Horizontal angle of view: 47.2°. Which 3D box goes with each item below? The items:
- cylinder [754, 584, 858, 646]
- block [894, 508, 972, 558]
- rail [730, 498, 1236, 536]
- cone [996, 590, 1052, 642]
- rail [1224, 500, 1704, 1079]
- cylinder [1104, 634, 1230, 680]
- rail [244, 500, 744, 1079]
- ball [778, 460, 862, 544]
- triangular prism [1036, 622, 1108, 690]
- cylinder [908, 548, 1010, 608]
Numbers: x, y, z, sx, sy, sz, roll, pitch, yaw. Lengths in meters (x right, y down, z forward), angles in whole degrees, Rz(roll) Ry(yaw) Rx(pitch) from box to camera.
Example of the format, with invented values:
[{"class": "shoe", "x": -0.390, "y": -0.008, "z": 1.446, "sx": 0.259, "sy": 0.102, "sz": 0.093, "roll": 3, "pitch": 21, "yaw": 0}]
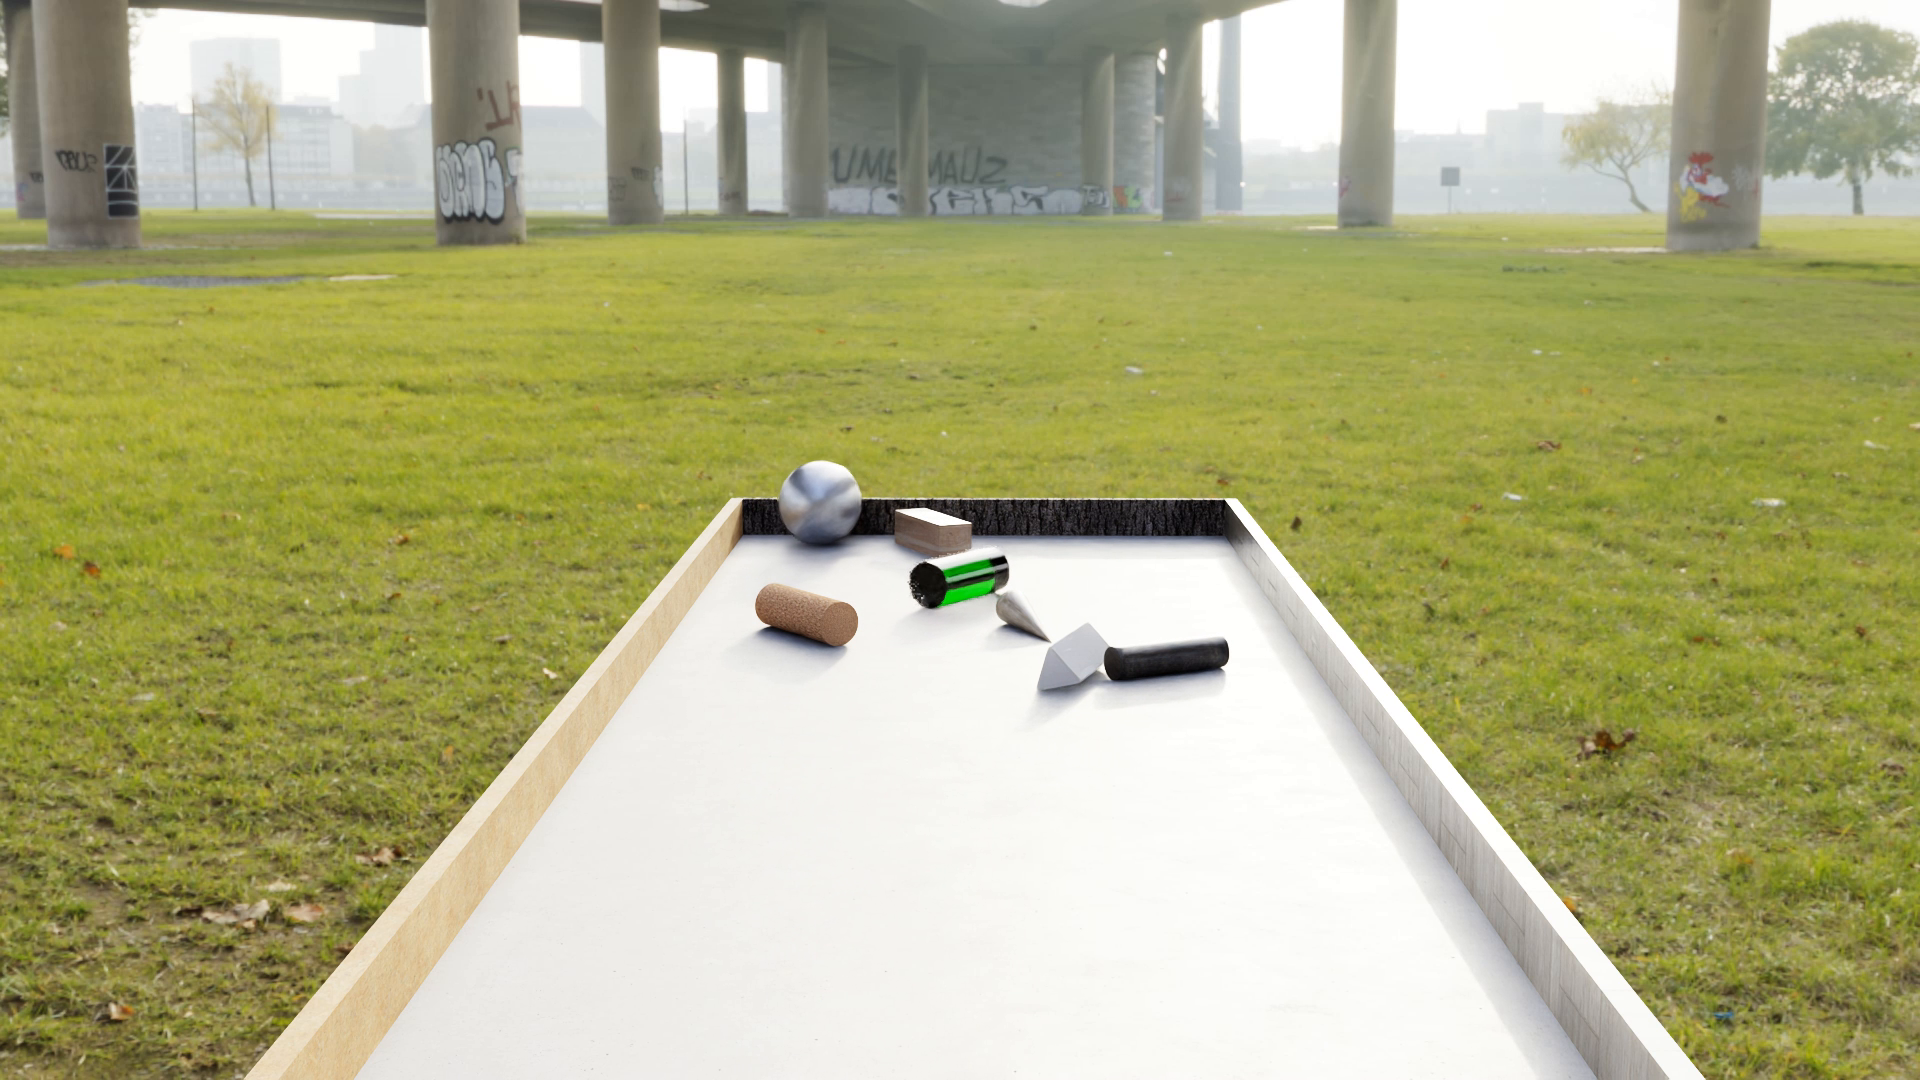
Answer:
[{"class": "cylinder", "x": -0.495, "y": 0.237, "z": 7.062, "sx": 0.142, "sy": 0.142, "sz": 0.409, "roll": -6, "pitch": 11, "yaw": -35}, {"class": "block", "x": -0.109, "y": -0.026, "z": 8.743, "sx": 0.135, "sy": 0.135, "sz": 0.450, "roll": -4, "pitch": 10, "yaw": -24}, {"class": "rail", "x": 0.099, "y": -0.098, "z": 9.147, "sx": 2.100, "sy": 0.150, "sz": 0.050, "roll": 0, "pitch": 9, "yaw": 1}, {"class": "cone", "x": 0.232, "y": 0.273, "z": 7.103, "sx": 0.116, "sy": 0.116, "sz": 0.356, "roll": -3, "pitch": 19, "yaw": -20}, {"class": "rail", "x": 1.046, "y": 0.843, "z": 3.208, "sx": 0.050, "sy": 0.150, "sz": 12.000, "roll": 0, "pitch": 9, "yaw": 1}, {"class": "cylinder", "x": 0.613, "y": 0.346, "z": 6.506, "sx": 0.381, "sy": 0.100, "sz": 0.100, "roll": -5, "pitch": 10, "yaw": -28}, {"class": "rail", "x": -1.004, "y": 0.839, "z": 3.234, "sx": 0.050, "sy": 0.150, "sz": 12.000, "roll": 0, "pitch": 9, "yaw": 1}, {"class": "ball", "x": -0.564, "y": -0.152, "z": 8.894, "sx": 0.336, "sy": 0.336, "sz": 0.336, "roll": 0, "pitch": 9, "yaw": 0}, {"class": "triangular prism", "x": 0.332, "y": 0.330, "z": 6.444, "sx": 0.134, "sy": 0.116, "sz": 0.390, "roll": -12, "pitch": 4, "yaw": 21}, {"class": "cylinder", "x": 0.000, "y": 0.131, "z": 7.668, "sx": 0.161, "sy": 0.161, "sz": 0.381, "roll": 6, "pitch": 11, "yaw": 35}]
